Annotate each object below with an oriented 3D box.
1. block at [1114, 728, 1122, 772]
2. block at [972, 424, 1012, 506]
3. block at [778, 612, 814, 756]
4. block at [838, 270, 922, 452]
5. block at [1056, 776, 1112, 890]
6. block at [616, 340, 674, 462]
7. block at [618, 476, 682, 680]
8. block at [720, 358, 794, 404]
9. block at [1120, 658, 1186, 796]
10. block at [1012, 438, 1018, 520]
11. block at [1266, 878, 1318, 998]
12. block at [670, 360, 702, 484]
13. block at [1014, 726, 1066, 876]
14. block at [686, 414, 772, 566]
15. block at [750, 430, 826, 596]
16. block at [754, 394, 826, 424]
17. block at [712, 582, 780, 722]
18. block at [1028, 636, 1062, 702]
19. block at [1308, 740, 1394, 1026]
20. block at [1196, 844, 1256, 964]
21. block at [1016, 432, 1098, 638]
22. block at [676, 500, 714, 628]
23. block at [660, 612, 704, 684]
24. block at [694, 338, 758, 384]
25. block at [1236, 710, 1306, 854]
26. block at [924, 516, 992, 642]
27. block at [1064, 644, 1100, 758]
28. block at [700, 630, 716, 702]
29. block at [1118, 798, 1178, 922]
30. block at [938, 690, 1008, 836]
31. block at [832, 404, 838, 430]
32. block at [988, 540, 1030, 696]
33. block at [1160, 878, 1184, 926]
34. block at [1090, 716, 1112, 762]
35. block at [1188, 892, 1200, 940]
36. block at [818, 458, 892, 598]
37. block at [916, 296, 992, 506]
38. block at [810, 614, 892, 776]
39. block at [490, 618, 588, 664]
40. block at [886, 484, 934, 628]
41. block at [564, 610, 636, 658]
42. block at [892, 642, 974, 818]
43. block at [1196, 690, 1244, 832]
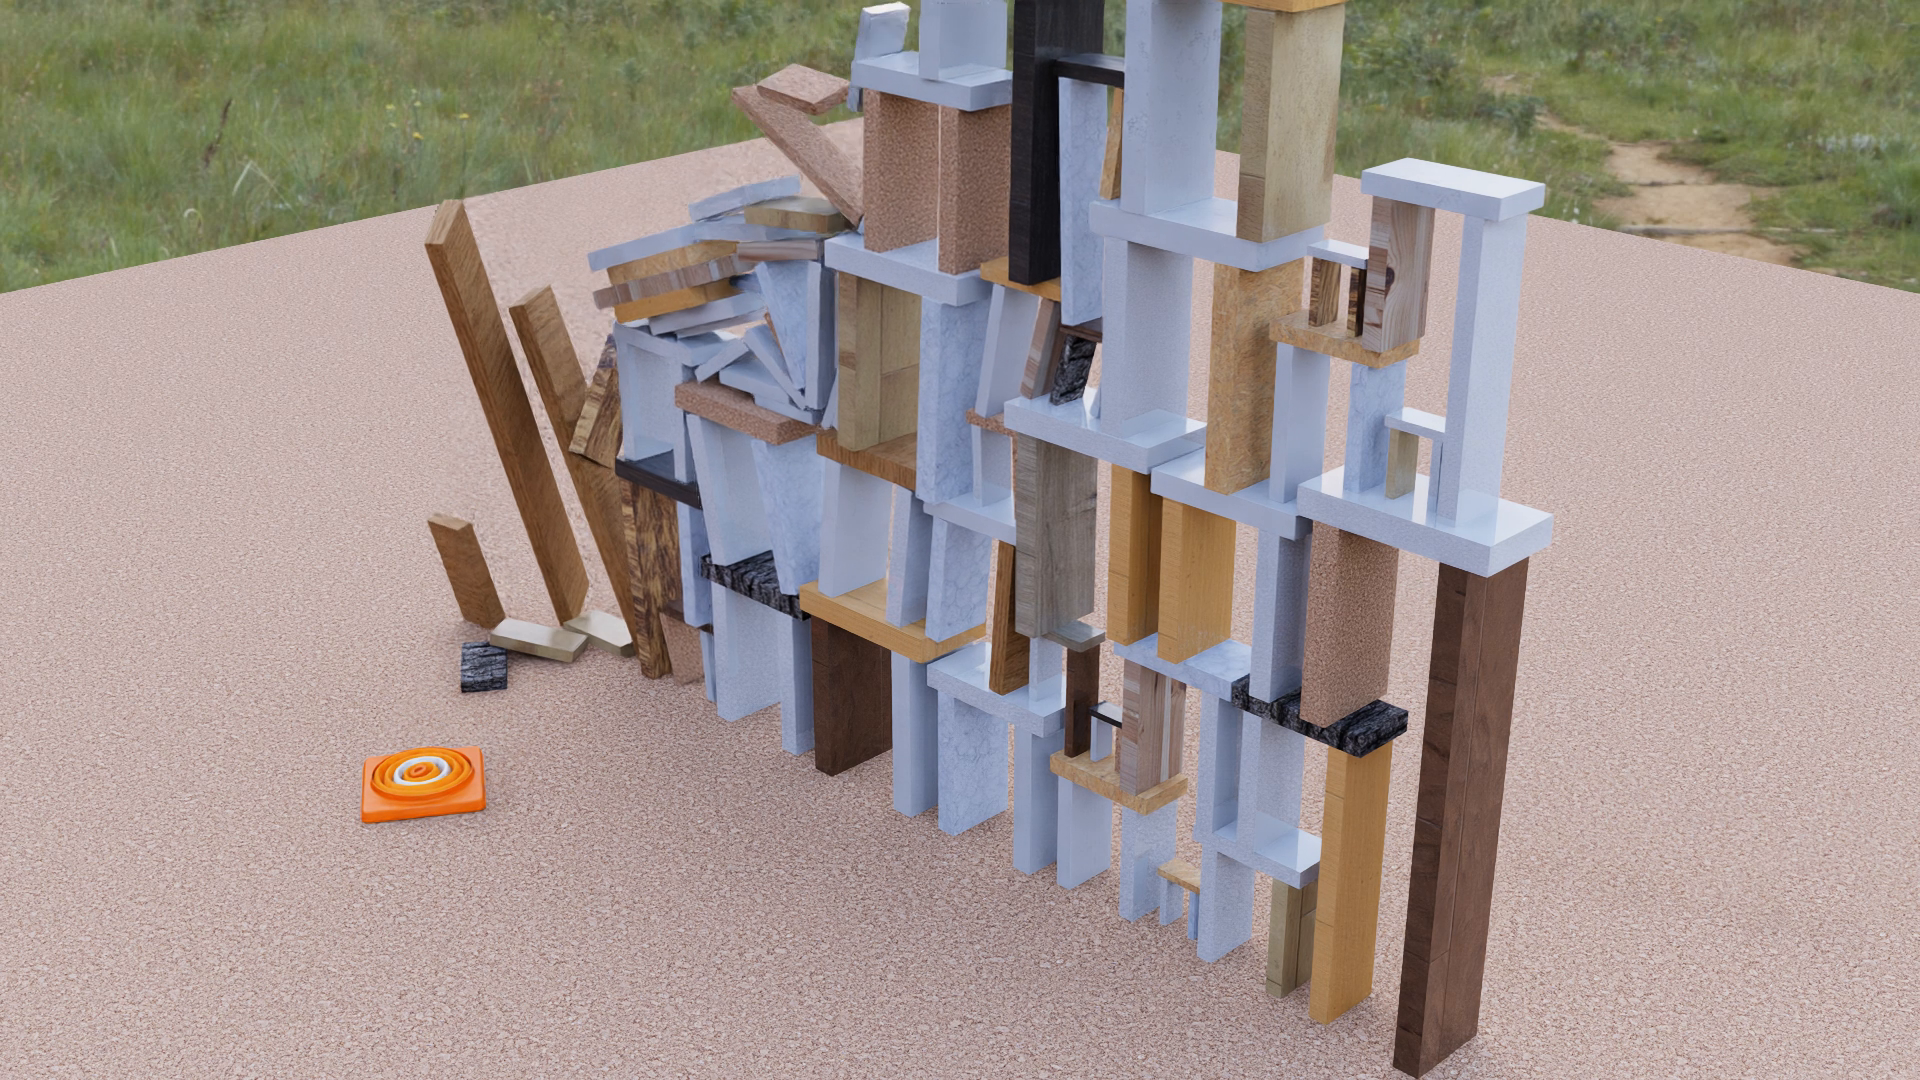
[{"bbox_3d":[0.307,0.380,4.059,0.046,0.092,0.013,-21,31,-41],"label":"block"},{"bbox_3d":[0.059,-0.148,4.097,0.022,0.158,0.079,19,30,41],"label":"block"},{"bbox_3d":[-0.307,0.280,4.683,0.046,0.326,0.163,21,31,41],"label":"block"},{"bbox_3d":[-0.151,-0.361,4.230,0.176,0.352,0.050,-21,33,-40],"label":"block"},{"bbox_3d":[0.239,0.538,4.192,0.118,0.236,0.033,-21,31,-41],"label":"block"},{"bbox_3d":[-0.681,-0.321,4.830,0.038,0.269,0.135,18,28,41],"label":"block"},{"bbox_3d":[-0.677,0.068,4.985,0.145,0.479,0.041,-22,27,-40],"label":"block"},{"bbox_3d":[-0.386,-0.327,4.513,0.207,0.029,0.103,19,30,39],"label":"block"},{"bbox_3d":[0.351,0.318,3.981,0.133,0.266,0.038,-21,31,-41],"label":"block"},{"bbox_3d":[0.133,-0.121,4.029,0.079,0.158,0.022,-21,28,-40],"label":"block"},{"bbox_3d":[0.592,0.678,3.864,0.117,0.234,0.033,-21,31,-41],"label":"block"},{"bbox_3d":[-0.551,-0.269,4.710,0.038,0.269,0.135,21,30,41],"label":"block"},{"bbox_3d":[0.173,0.476,4.242,0.044,0.310,0.155,21,31,41],"label":"block"},{"bbox_3d":[-0.477,-0.126,4.684,0.164,0.328,0.046,-22,19,-41],"label":"block"},{"bbox_3d":[-0.325,-0.068,4.546,0.046,0.328,0.164,3,19,45],"label":"block"},{"bbox_3d":[-0.327,-0.277,4.465,0.176,0.024,0.086,21,32,40],"label":"block"},{"bbox_3d":[-0.460,0.220,4.824,0.046,0.326,0.163,21,31,40],"label":"block"},{"bbox_3d":[0.162,0.229,4.138,0.020,0.139,0.070,22,31,40],"label":"block"},{"bbox_3d":[0.664,0.569,3.740,0.037,0.532,0.132,21,31,41],"label":"block"},{"bbox_3d":[0.482,0.635,3.965,0.033,0.234,0.117,21,31,41],"label":"block"},{"bbox_3d":[0.177,-0.029,4.014,0.047,0.392,0.166,21,31,40],"label":"block"},{"bbox_3d":[-0.542,0.033,4.823,0.145,0.290,0.041,-22,31,-40],"label":"block"},{"bbox_3d":[-0.624,0.235,4.995,0.083,0.166,0.023,-22,14,-40],"label":"block"},{"bbox_3d":[-0.456,-0.386,4.574,0.103,0.029,0.207,-22,-2,-42],"label":"block"},{"bbox_3d":[0.540,0.397,3.803,0.037,0.265,0.132,21,31,40],"label":"block"},{"bbox_3d":[0.000,0.058,4.247,0.130,0.260,0.037,-21,37,-41],"label":"block"},{"bbox_3d":[0.228,0.293,4.095,0.020,0.224,0.070,22,31,40],"label":"block"},{"bbox_3d":[-0.533,0.270,4.911,0.083,0.166,0.023,-22,26,-40],"label":"block"},{"bbox_3d":[0.350,0.581,4.090,0.118,0.236,0.033,-21,31,-41],"label":"block"},{"bbox_3d":[0.027,0.419,4.376,0.044,0.310,0.155,21,31,41],"label":"block"},{"bbox_3d":[-0.194,-0.297,4.313,0.086,0.172,0.024,-20,50,-39],"label":"block"},{"bbox_3d":[0.122,0.129,4.145,0.130,0.316,0.037,-21,35,-41],"label":"block"},{"bbox_3d":[0.393,0.660,4.076,0.014,0.101,0.050,21,31,41],"label":"block"},{"bbox_3d":[0.264,0.363,4.098,0.013,0.092,0.046,21,31,41],"label":"block"},{"bbox_3d":[0.440,0.679,4.032,0.014,0.101,0.050,21,31,41],"label":"block"},{"bbox_3d":[-0.208,-0.043,4.428,0.149,0.299,0.042,-21,38,-41],"label":"block"},{"bbox_3d":[0.004,-0.276,4.094,0.176,0.396,0.050,-21,34,-41],"label":"block"},{"bbox_3d":[-0.223,0.298,4.599,0.051,0.358,0.179,21,31,41],"label":"block"},{"bbox_3d":[-0.981,0.234,5.129,0.202,0.029,0.101,12,21,7],"label":"block"},{"bbox_3d":[-0.067,0.012,4.298,0.149,0.299,0.042,-21,38,-41],"label":"block"},{"bbox_3d":[-0.832,0.220,5.205,0.202,0.029,0.101,19,29,37],"label":"block"},{"bbox_3d":[-0.054,0.364,4.443,0.179,0.358,0.051,-21,31,-41],"label":"block"},{"bbox_3d":[0.476,0.368,3.866,0.133,0.268,0.038,-21,31,-40],"label":"block"}]
